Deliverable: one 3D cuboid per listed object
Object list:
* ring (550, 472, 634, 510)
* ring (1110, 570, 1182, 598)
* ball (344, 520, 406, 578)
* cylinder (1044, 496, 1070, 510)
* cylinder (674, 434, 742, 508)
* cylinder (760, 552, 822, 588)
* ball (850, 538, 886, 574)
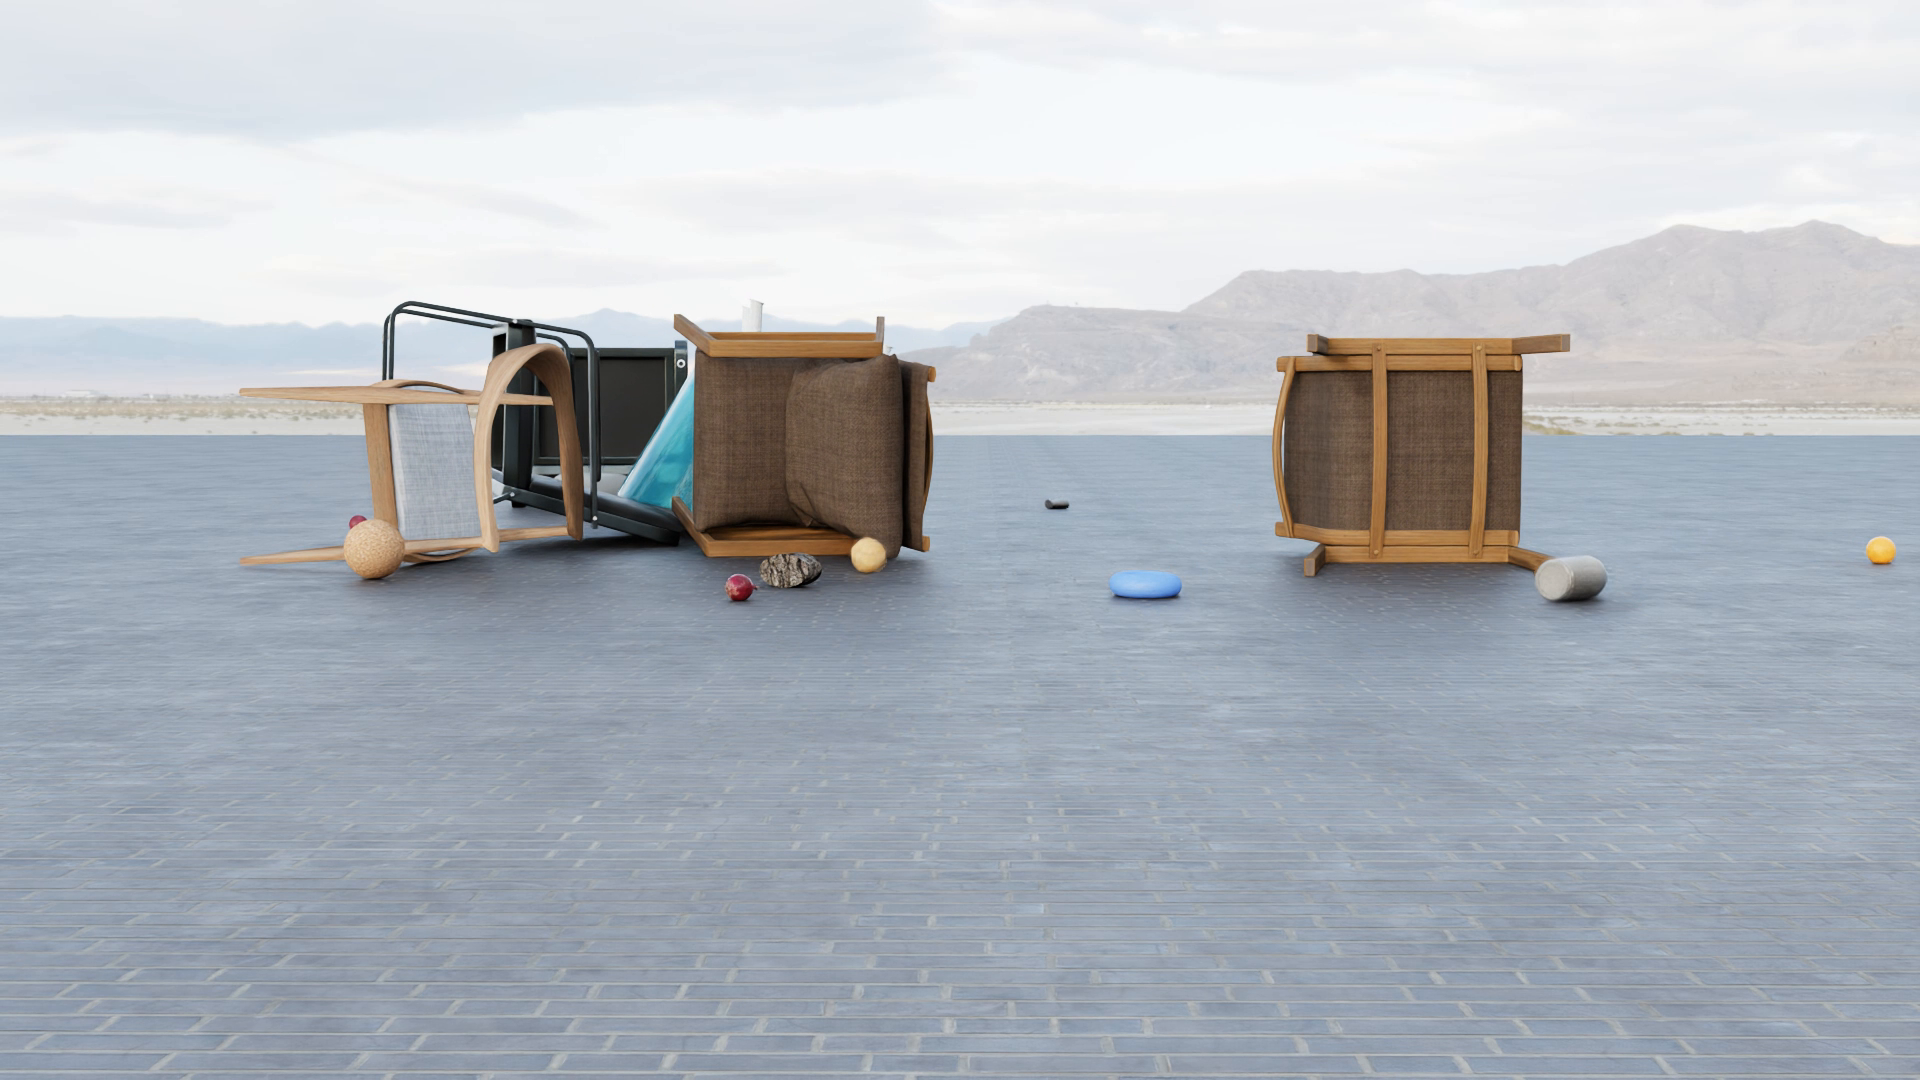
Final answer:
[{"bbox_3d":[-1.377,-0.181,8.227,0.220,0.132,0.356,7,6,44],"label":"ring"},{"bbox_3d":[0.403,0.097,4.777,0.157,0.051,0.165,0,5,-19],"label":"ring"},{"bbox_3d":[-1.385,0.021,5.201,0.141,0.141,0.141,0,4,0],"label":"ball"},{"bbox_3d":[0.363,-0.135,8.248,0.070,0.036,0.069,-17,21,-25],"label":"cylinder"},{"bbox_3d":[-0.952,-0.261,8.316,0.237,0.283,0.175,-1,-7,-14],"label":"cylinder"},{"bbox_3d":[-0.385,0.068,4.997,0.139,0.076,0.052,-1,3,33],"label":"cylinder"},{"bbox_3d":[-0.224,0.038,5.361,0.087,0.087,0.087,0,4,0],"label":"ball"}]
